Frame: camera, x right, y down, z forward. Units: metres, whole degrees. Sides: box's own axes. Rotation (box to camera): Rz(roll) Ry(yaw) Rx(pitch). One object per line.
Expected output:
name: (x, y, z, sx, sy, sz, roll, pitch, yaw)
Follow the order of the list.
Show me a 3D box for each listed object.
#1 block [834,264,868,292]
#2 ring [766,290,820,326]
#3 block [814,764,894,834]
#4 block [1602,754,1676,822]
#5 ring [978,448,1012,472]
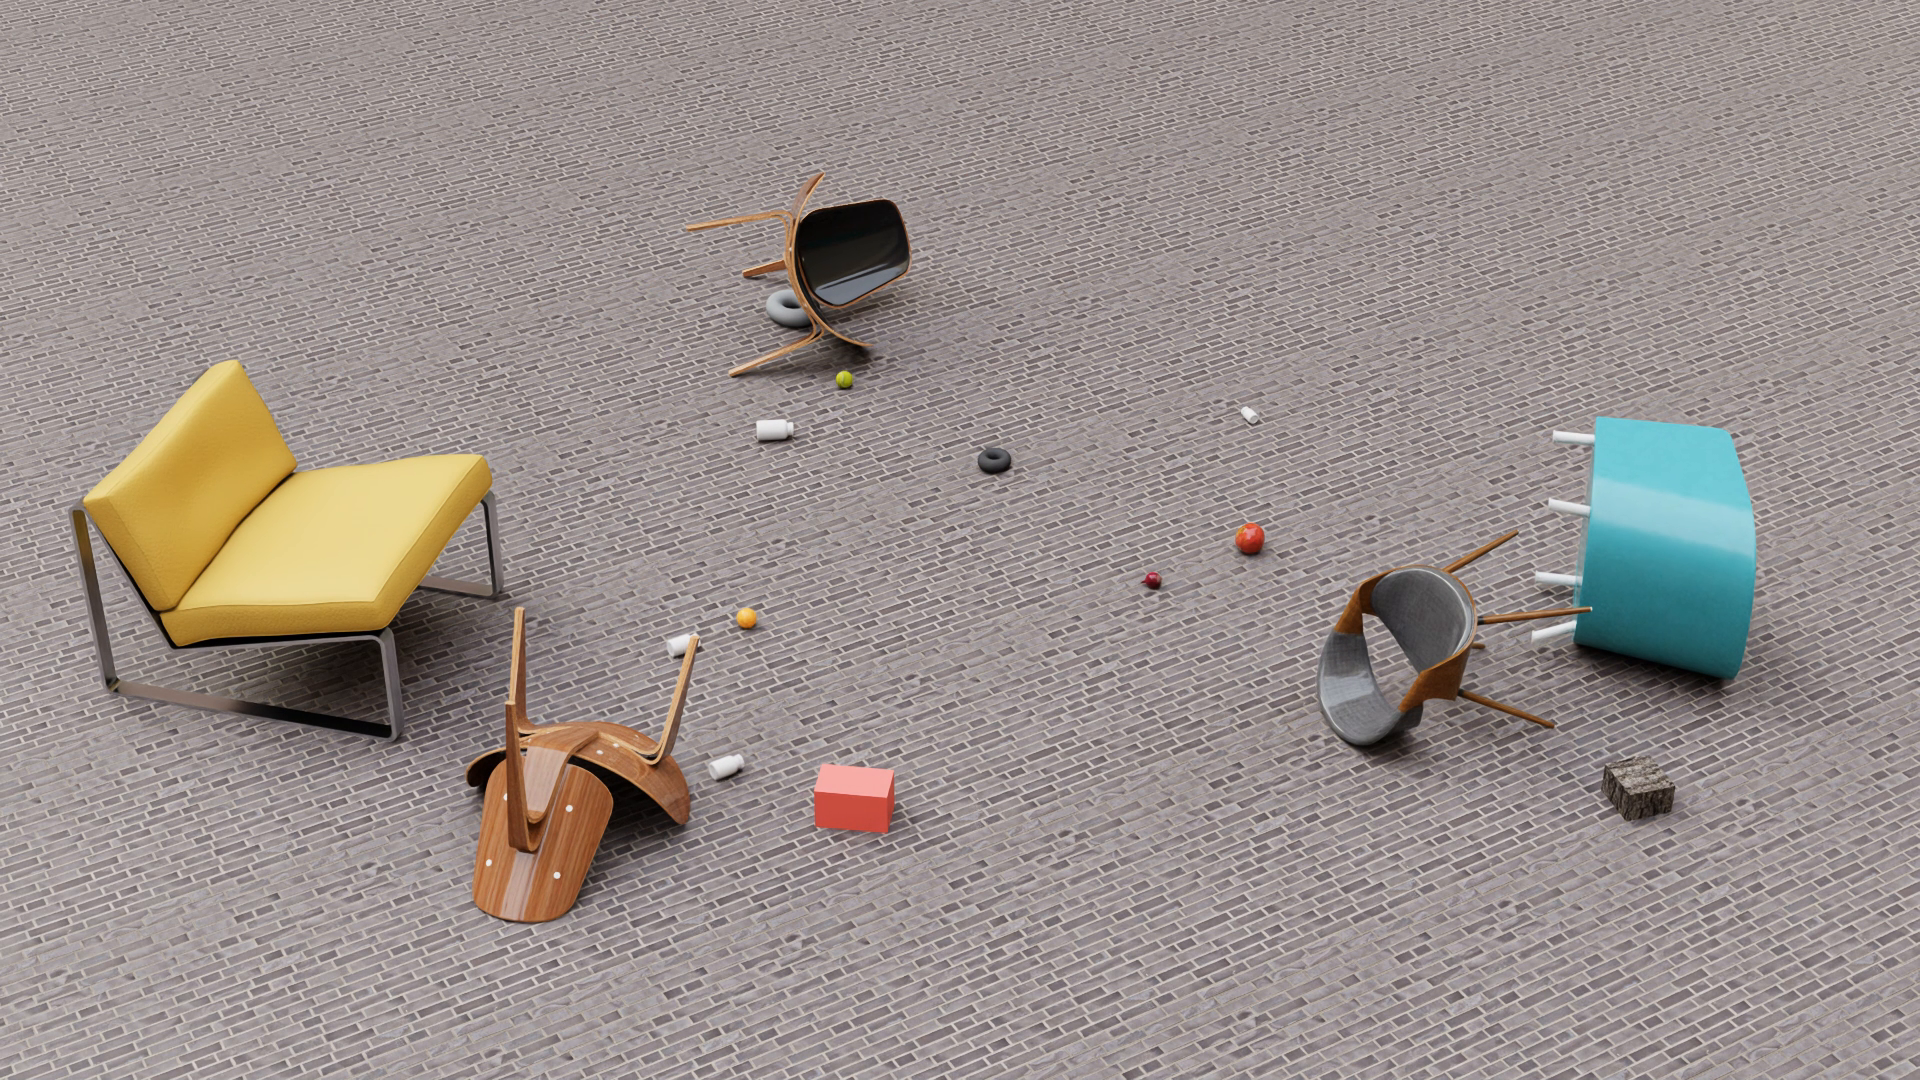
block: (-0.470, -1.131, 12.611, 0.107, 0.055, 0.121, -14, 36, -20)
ring: (-0.704, -0.978, 12.365, 0.217, 0.072, 0.271, -20, 38, -26)
block: (-0.342, 0.841, 9.536, 0.238, 0.146, 0.145, 4, 34, 7)
block: (2.223, 0.813, 9.611, 0.163, 0.110, 0.174, -10, 35, -14)
ring: (0.133, -0.309, 11.364, 0.137, 0.055, 0.124, -26, 43, -36)
